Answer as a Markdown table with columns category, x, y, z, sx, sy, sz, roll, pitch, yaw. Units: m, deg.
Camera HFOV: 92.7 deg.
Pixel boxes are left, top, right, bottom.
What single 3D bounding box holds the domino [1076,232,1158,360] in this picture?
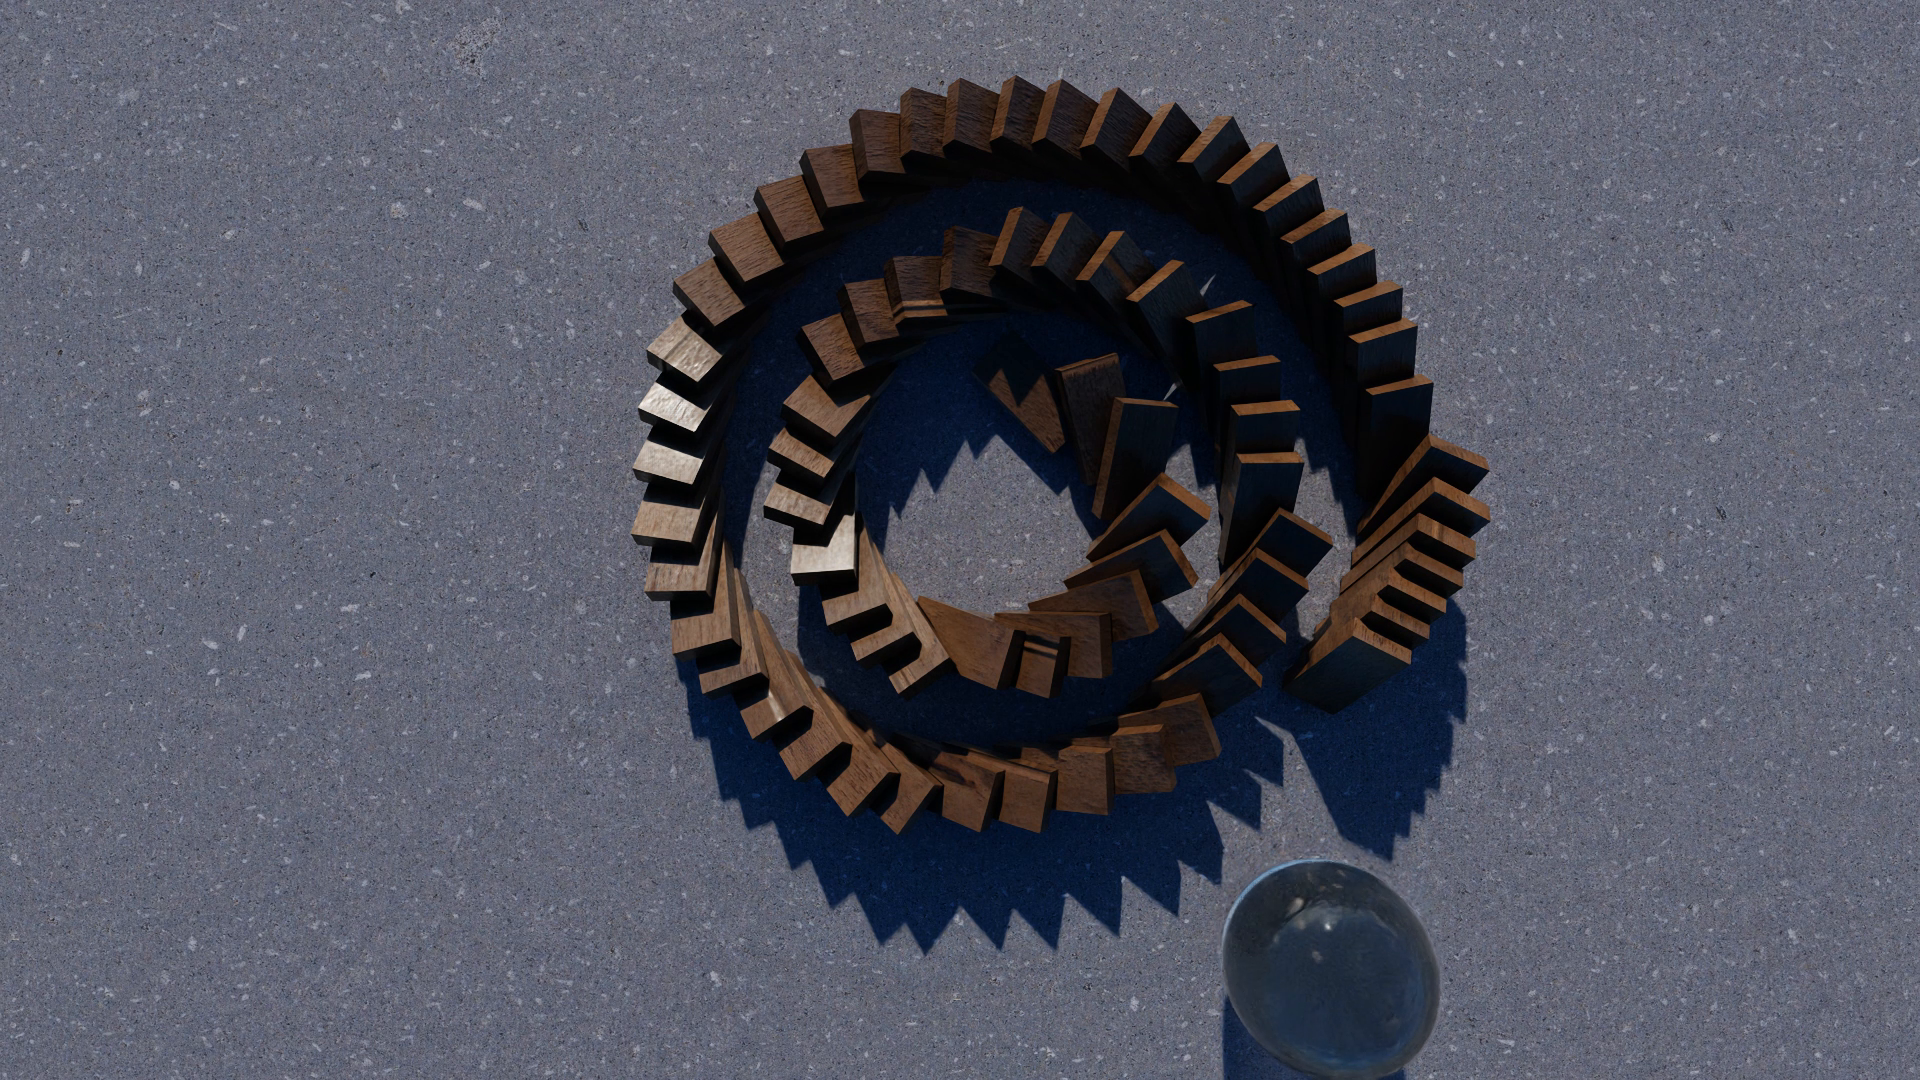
| category | x | y | z | sx | sy | sz | roll | pitch | yaw |
| --- | --- | --- | --- | --- | --- | --- | --- | --- | --- |
| domino | 0.073 | -0.101 | 0.382 | 0.050 | 0.009 | 0.025 | 38 | 86 | -32 |

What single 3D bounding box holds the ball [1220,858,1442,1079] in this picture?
| category | x | y | z | sx | sy | sz | roll | pitch | yaw |
| --- | --- | --- | --- | --- | --- | --- | --- | --- | --- |
| ball | 0.144 | 0.167 | 0.360 | 0.080 | 0.080 | 0.080 | 0 | 90 | 0 |

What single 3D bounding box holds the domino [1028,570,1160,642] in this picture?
| category | x | y | z | sx | sy | sz | roll | pitch | yaw |
| --- | --- | --- | --- | --- | --- | --- | --- | --- | --- |
| domino | 0.055 | 0.031 | 0.382 | 0.050 | 0.009 | 0.025 | -20 | 90 | 36 |

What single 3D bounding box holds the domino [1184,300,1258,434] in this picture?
| category | x | y | z | sx | sy | sz | roll | pitch | yaw |
| --- | --- | --- | --- | --- | --- | --- | --- | --- | --- |
| domino | 0.111 | -0.072 | 0.384 | 0.025 | 0.009 | 0.050 | -17 | 118 | -1 |

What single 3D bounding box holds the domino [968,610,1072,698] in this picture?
| category | x | y | z | sx | sy | sz | roll | pitch | yaw |
| --- | --- | --- | --- | --- | --- | --- | --- | --- | --- |
| domino | 0.020 | 0.047 | 0.381 | 0.050 | 0.010 | 0.025 | 12 | 94 | 35 |

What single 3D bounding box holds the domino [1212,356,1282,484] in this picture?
| category | x | y | z | sx | sy | sz | roll | pitch | yaw |
| --- | --- | --- | --- | --- | --- | --- | --- | --- | --- |
| domino | 0.120 | -0.050 | 0.384 | 0.025 | 0.009 | 0.050 | -9 | 117 | 0 |

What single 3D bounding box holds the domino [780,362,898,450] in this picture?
| category | x | y | z | sx | sy | sz | roll | pitch | yaw |
| --- | --- | --- | --- | --- | --- | --- | --- | --- | --- |
| domino | -0.050 | -0.062 | 0.381 | 0.025 | 0.010 | 0.050 | 33 | 55 | 1 |

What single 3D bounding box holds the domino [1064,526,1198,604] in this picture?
| category | x | y | z | sx | sy | sz | roll | pitch | yaw |
| --- | --- | --- | --- | --- | --- | --- | --- | --- | --- |
| domino | 0.070 | 0.016 | 0.380 | 0.050 | 0.009 | 0.025 | -29 | 96 | 37 |

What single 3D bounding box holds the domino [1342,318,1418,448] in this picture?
| category | x | y | z | sx | sy | sz | roll | pitch | yaw |
| --- | --- | --- | --- | --- | --- | --- | --- | --- | --- |
| domino | 0.174 | -0.065 | 0.381 | 0.025 | 0.010 | 0.050 | -17 | 126 | -2 |

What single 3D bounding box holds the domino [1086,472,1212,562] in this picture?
| category | x | y | z | sx | sy | sz | roll | pitch | yaw |
| --- | --- | --- | --- | --- | --- | --- | --- | --- | --- |
| domino | 0.077 | -0.003 | 0.379 | 0.025 | 0.010 | 0.050 | 35 | 131 | -5 |

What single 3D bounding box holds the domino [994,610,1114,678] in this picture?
| category | x | y | z | sx | sy | sz | roll | pitch | yaw |
| --- | --- | --- | --- | --- | --- | --- | --- | --- | --- |
| domino | 0.038 | 0.043 | 0.381 | 0.050 | 0.010 | 0.025 | -2 | 92 | 36 |

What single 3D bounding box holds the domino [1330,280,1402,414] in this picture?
| category | x | y | z | sx | sy | sz | roll | pitch | yaw |
| --- | --- | --- | --- | --- | --- | --- | --- | --- | --- |
| domino | 0.169 | -0.079 | 0.381 | 0.025 | 0.010 | 0.050 | -18 | 126 | -1 |

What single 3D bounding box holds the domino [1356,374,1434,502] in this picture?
| category | x | y | z | sx | sy | sz | roll | pitch | yaw |
| --- | --- | --- | --- | --- | --- | --- | --- | --- | --- |
| domino | 0.181 | -0.042 | 0.383 | 0.025 | 0.009 | 0.050 | -12 | 121 | 0 |

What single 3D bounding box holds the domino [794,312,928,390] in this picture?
| category | x | y | z | sx | sy | sz | roll | pitch | yaw |
| --- | --- | --- | --- | --- | --- | --- | --- | --- | --- |
| domino | -0.041 | -0.084 | 0.383 | 0.050 | 0.009 | 0.025 | -30 | 89 | -32 |

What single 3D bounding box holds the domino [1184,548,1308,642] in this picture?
| category | x | y | z | sx | sy | sz | roll | pitch | yaw |
| --- | --- | --- | --- | --- | --- | --- | --- | --- | --- |
| domino | 0.119 | 0.030 | 0.384 | 0.025 | 0.009 | 0.050 | 33 | 120 | 0 |

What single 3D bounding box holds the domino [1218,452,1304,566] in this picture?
| category | x | y | z | sx | sy | sz | roll | pitch | yaw |
| --- | --- | --- | --- | --- | --- | --- | --- | --- | --- |
| domino | 0.125 | -0.012 | 0.382 | 0.025 | 0.010 | 0.050 | 0 | 123 | 0 |

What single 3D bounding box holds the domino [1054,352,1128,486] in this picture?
| category | x | y | z | sx | sy | sz | roll | pitch | yaw |
| --- | --- | --- | --- | --- | --- | --- | --- | --- | --- |
| domino | 0.058 | -0.051 | 0.386 | 0.025 | 0.009 | 0.050 | -19 | 108 | -8 |

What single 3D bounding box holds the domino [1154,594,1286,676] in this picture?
| category | x | y | z | sx | sy | sz | roll | pitch | yaw |
| --- | --- | --- | --- | --- | --- | --- | --- | --- | --- |
| domino | 0.108 | 0.048 | 0.384 | 0.025 | 0.010 | 0.050 | 41 | 120 | 0 |

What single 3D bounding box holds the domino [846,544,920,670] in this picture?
| category | x | y | z | sx | sy | sz | roll | pitch | yaw |
| --- | --- | --- | --- | --- | --- | --- | --- | --- | --- |
| domino | -0.037 | 0.027 | 0.381 | 0.025 | 0.010 | 0.050 | -28 | 52 | 1 |

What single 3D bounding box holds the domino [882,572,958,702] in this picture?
| category | x | y | z | sx | sy | sz | roll | pitch | yaw |
| --- | --- | --- | --- | --- | --- | --- | --- | --- | --- |
| domino | -0.025 | 0.039 | 0.382 | 0.025 | 0.010 | 0.050 | -36 | 55 | 0 |

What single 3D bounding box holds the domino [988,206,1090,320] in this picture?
| category | x | y | z | sx | sy | sz | roll | pitch | yaw |
| --- | --- | --- | --- | --- | --- | --- | --- | --- | --- |
| domino | 0.038 | -0.114 | 0.382 | 0.050 | 0.010 | 0.025 | 22 | 88 | -33 |

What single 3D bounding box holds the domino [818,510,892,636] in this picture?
| category | x | y | z | sx | sy | sz | roll | pitch | yaw |
| --- | --- | --- | --- | --- | --- | --- | --- | --- | --- |
| domino | -0.046 | 0.013 | 0.381 | 0.025 | 0.009 | 0.050 | -21 | 53 | 2 |

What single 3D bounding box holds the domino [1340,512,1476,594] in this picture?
| category | x | y | z | sx | sy | sz | roll | pitch | yaw |
| --- | --- | --- | --- | --- | --- | --- | --- | --- | --- |
| domino | 0.183 | 0.012 | 0.377 | 0.025 | 0.050 | 0.009 | 27 | 52 | 0 |

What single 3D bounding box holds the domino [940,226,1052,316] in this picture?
| category | x | y | z | sx | sy | sz | roll | pitch | yaw |
| --- | --- | --- | --- | --- | --- | --- | --- | --- | --- |
| domino | 0.016 | -0.112 | 0.384 | 0.050 | 0.010 | 0.025 | 5 | 90 | -30 |

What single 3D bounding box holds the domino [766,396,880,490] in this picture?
| category | x | y | z | sx | sy | sz | roll | pitch | yaw |
| --- | --- | --- | --- | --- | --- | --- | --- | --- | --- |
| domino | -0.057 | -0.047 | 0.382 | 0.025 | 0.010 | 0.050 | 28 | 55 | 0 |

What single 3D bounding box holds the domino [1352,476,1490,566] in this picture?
| category | x | y | z | sx | sy | sz | roll | pitch | yaw |
| --- | --- | --- | --- | --- | --- | --- | --- | --- | --- |
| domino | 0.189 | -0.001 | 0.378 | 0.025 | 0.050 | 0.010 | 28 | 47 | -1 |

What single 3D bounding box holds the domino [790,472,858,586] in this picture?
| category | x | y | z | sx | sy | sz | roll | pitch | yaw |
| --- | --- | --- | --- | --- | --- | --- | --- | --- | --- |
| domino | -0.056 | -0.005 | 0.381 | 0.025 | 0.010 | 0.050 | -4 | 55 | 1 |

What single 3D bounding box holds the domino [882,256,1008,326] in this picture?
| category | x | y | z | sx | sy | sz | roll | pitch | yaw |
| --- | --- | --- | --- | --- | --- | --- | --- | --- | --- |
| domino | -0.006 | -0.105 | 0.383 | 0.050 | 0.009 | 0.025 | -11 | 89 | -31 |

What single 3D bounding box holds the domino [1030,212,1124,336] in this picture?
| category | x | y | z | sx | sy | sz | roll | pitch | yaw |
| --- | --- | --- | --- | --- | --- | --- | --- | --- | --- |
| domino | 0.055 | -0.110 | 0.382 | 0.050 | 0.009 | 0.025 | 31 | 85 | -32 |

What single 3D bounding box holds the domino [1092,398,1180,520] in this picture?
| category | x | y | z | sx | sy | sz | roll | pitch | yaw |
| --- | --- | --- | --- | --- | --- | --- | --- | --- | --- |
| domino | 0.073 | -0.033 | 0.383 | 0.025 | 0.010 | 0.050 | 2 | 112 | -17 |

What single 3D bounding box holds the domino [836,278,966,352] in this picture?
| category | x | y | z | sx | sy | sz | roll | pitch | yaw |
| --- | --- | --- | --- | --- | --- | --- | --- | --- | --- |
| domino | -0.024 | -0.097 | 0.383 | 0.050 | 0.009 | 0.025 | -19 | 89 | -31 |

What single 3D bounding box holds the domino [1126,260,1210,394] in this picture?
| category | x | y | z | sx | sy | sz | roll | pitch | yaw |
| --- | --- | --- | --- | --- | --- | --- | --- | --- | --- |
| domino | 0.093 | -0.088 | 0.383 | 0.025 | 0.009 | 0.050 | -40 | 120 | -1 |

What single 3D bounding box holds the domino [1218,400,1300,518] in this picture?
| category | x | y | z | sx | sy | sz | roll | pitch | yaw |
| --- | --- | --- | --- | --- | --- | --- | --- | --- | --- |
| domino | 0.124 | -0.032 | 0.382 | 0.025 | 0.010 | 0.050 | -5 | 124 | -2 |

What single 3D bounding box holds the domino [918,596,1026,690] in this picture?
| category | x | y | z | sx | sy | sz | roll | pitch | yaw |
| --- | --- | --- | --- | --- | --- | --- | --- | --- | --- |
| domino | 0.001 | 0.042 | 0.382 | 0.050 | 0.009 | 0.025 | 17 | 90 | 35 |

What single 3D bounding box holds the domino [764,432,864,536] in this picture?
| category | x | y | z | sx | sy | sz | roll | pitch | yaw |
| --- | --- | --- | --- | --- | --- | --- | --- | --- | --- |
| domino | -0.061 | -0.027 | 0.382 | 0.025 | 0.009 | 0.050 | 19 | 57 | 0 |

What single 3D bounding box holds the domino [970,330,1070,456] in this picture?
| category | x | y | z | sx | sy | sz | roll | pitch | yaw |
| --- | --- | --- | --- | --- | --- | --- | --- | --- | --- |
| domino | 0.031 | -0.063 | 0.395 | 0.025 | 0.010 | 0.050 | -45 | 90 | 0 |

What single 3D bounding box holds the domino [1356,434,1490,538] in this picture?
| category | x | y | z | sx | sy | sz | roll | pitch | yaw |
| --- | --- | --- | --- | --- | --- | --- | --- | --- | --- |
| domino | 0.191 | -0.018 | 0.380 | 0.025 | 0.010 | 0.050 | 23 | 131 | 0 |

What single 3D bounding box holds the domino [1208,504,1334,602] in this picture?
| category | x | y | z | sx | sy | sz | roll | pitch | yaw |
| --- | --- | --- | --- | --- | --- | --- | --- | --- | --- |
| domino | 0.129 | 0.013 | 0.383 | 0.025 | 0.009 | 0.050 | 31 | 120 | 0 |
